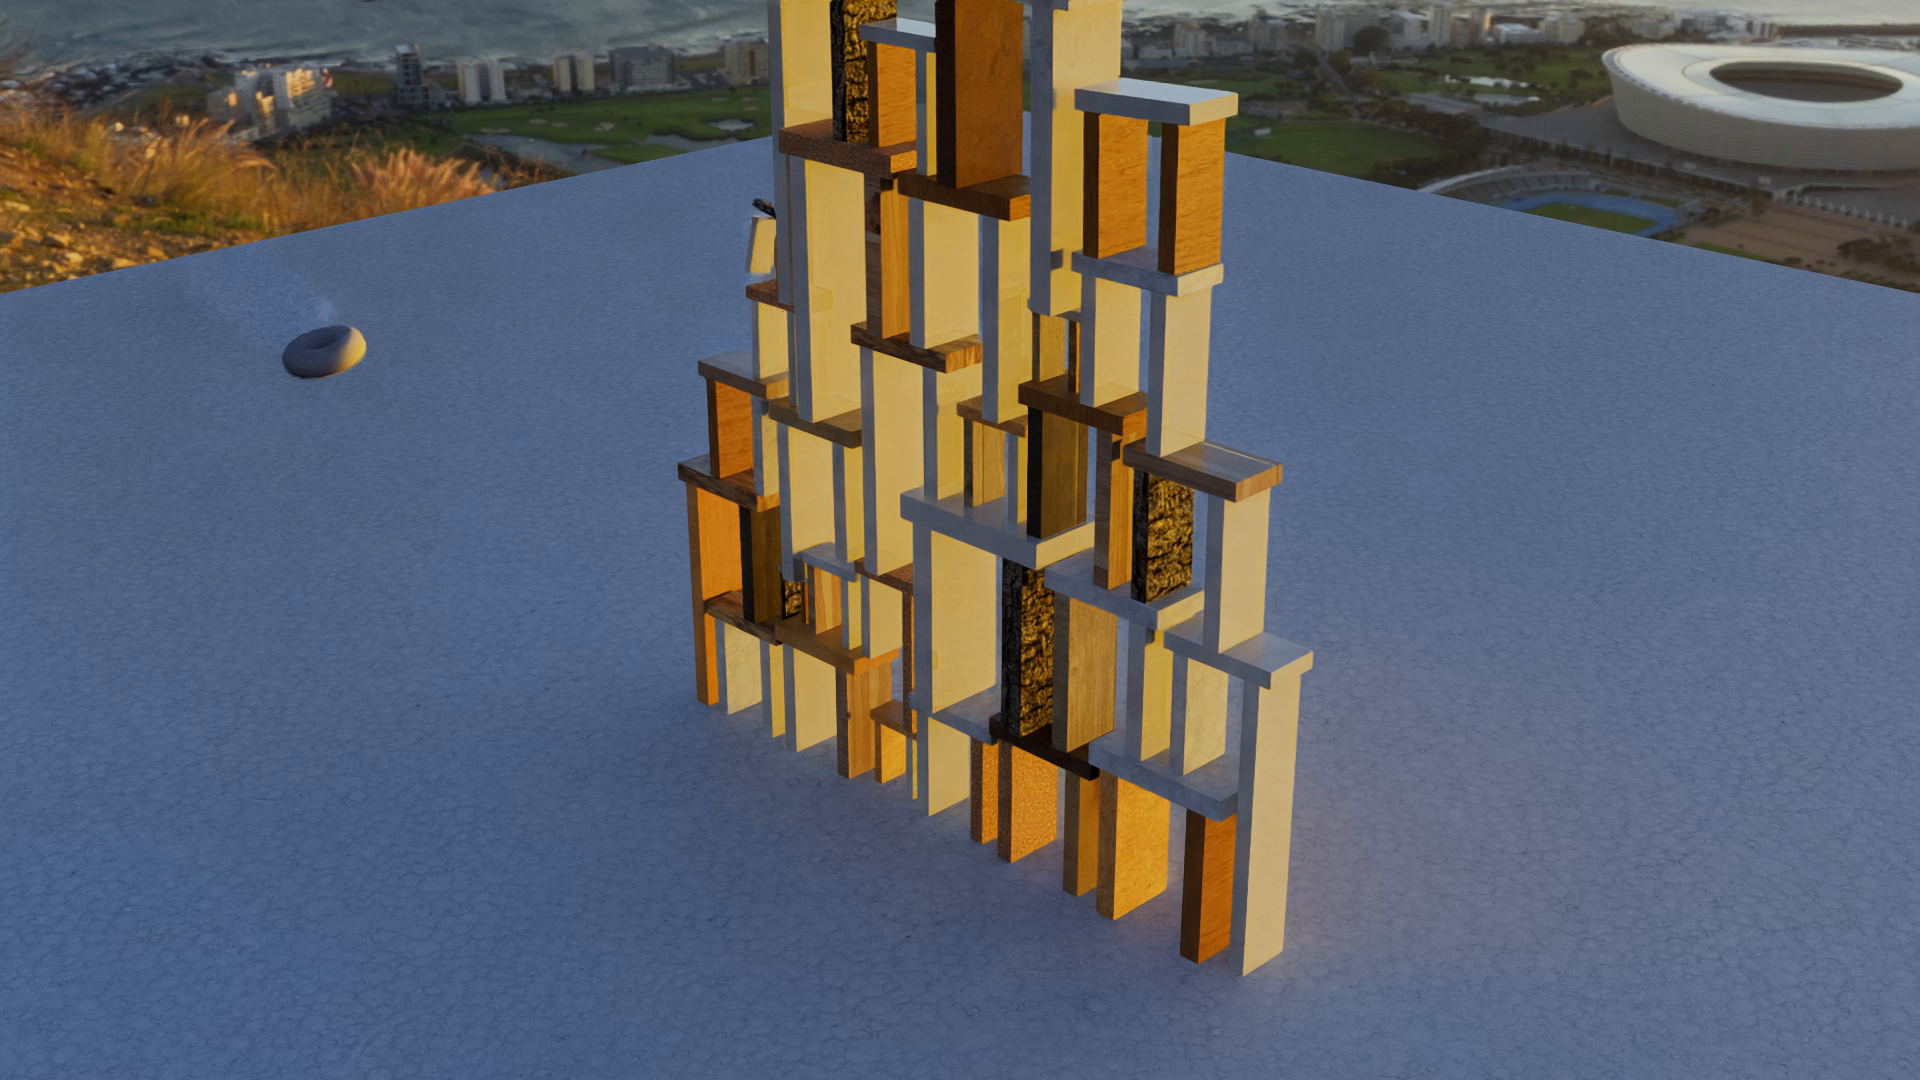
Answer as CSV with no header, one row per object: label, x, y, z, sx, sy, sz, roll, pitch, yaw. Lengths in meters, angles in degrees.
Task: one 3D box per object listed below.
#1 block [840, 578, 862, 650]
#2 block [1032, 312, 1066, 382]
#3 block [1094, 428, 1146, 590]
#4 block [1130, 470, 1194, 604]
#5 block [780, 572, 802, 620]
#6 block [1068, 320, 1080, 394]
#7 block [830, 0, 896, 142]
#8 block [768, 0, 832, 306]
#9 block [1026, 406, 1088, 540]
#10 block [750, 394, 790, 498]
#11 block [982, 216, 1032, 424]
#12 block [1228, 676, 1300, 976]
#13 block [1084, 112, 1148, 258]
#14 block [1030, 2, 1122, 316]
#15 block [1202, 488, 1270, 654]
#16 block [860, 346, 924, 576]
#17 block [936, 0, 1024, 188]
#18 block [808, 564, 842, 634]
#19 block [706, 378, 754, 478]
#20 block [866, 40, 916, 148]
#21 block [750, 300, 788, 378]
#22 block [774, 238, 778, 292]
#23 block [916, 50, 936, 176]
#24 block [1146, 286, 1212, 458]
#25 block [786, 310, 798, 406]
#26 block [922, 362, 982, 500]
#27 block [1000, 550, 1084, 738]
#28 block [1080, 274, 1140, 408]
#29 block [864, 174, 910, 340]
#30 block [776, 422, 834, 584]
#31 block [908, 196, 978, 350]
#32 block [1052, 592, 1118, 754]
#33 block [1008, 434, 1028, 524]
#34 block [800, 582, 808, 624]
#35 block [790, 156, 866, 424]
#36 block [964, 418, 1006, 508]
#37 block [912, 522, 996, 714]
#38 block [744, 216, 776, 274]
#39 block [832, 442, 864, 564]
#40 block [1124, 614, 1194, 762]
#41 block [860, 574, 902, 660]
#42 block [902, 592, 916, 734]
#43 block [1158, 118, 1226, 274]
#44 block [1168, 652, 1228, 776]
block,-0.207,0.140,4.506,0.077,0.155,0.022,-21,31,-41
block,0.157,-0.352,3.910,0.065,0.131,0.018,-22,31,-40
block,0.292,-0.069,3.875,0.035,0.295,0.123,21,31,40
block,0.354,-0.023,3.828,0.123,0.246,0.035,-22,32,-40
block,-0.356,0.118,4.664,0.048,0.121,0.014,-21,31,-41
block,0.219,-0.328,3.853,0.065,0.131,0.018,-22,31,-40
block,-0.175,-0.874,4.042,0.037,0.262,0.131,21,31,40
block,-0.298,-0.761,4.224,0.131,0.612,0.037,-22,31,-40
block,0.177,-0.136,3.973,0.035,0.247,0.123,21,31,40
block,-0.376,-0.207,4.534,0.031,0.218,0.109,21,31,40
block,0.103,-0.408,3.941,0.040,0.378,0.140,21,31,40
block,0.533,0.492,3.858,0.033,0.580,0.117,21,31,41
block,0.259,-0.602,3.672,0.034,0.242,0.121,20,31,41
block,0.195,-0.652,3.735,0.048,0.520,0.169,21,31,41
block,0.468,0.041,3.728,0.123,0.285,0.035,-22,32,-40
block,-0.131,-0.167,4.298,0.129,0.467,0.036,-21,31,-41
block,0.035,-0.798,3.845,0.048,0.337,0.169,21,31,40
block,-0.280,0.112,4.573,0.077,0.155,0.022,-21,31,-41
block,-0.477,-0.249,4.631,0.109,0.218,0.031,-21,31,-41
block,-0.124,-0.817,3.999,0.027,0.190,0.095,21,31,41
block,-0.384,-0.416,4.459,0.023,0.162,0.081,22,31,40
block,-0.342,-0.551,4.369,0.016,0.112,0.056,18,29,37
block,-0.035,-0.768,3.923,0.027,0.221,0.095,22,31,40
block,0.366,-0.289,3.688,0.117,0.282,0.033,-21,31,-40
block,-0.306,-0.371,4.397,0.023,0.196,0.081,22,32,40
block,-0.010,-0.216,4.145,0.036,0.257,0.129,21,31,41
block,0.158,0.177,4.131,0.050,0.354,0.177,21,31,41
block,0.259,-0.355,3.784,0.117,0.233,0.033,-22,31,-40
block,-0.106,-0.543,4.100,0.043,0.307,0.153,21,31,40
block,-0.313,-0.092,4.526,0.035,0.347,0.125,21,31,41
block,-0.030,-0.504,4.043,0.040,0.280,0.140,21,31,40
block,0.231,0.225,4.064,0.038,0.318,0.134,21,31,41
block,0.127,-0.124,4.039,0.024,0.172,0.086,21,31,40
block,-0.311,0.125,4.617,0.048,0.096,0.014,-21,31,-41
block,-0.251,-0.498,4.276,0.043,0.526,0.153,21,31,40
block,0.046,-0.156,4.114,0.024,0.172,0.086,21,31,40
block,-0.009,0.129,4.290,0.050,0.390,0.177,21,31,40
block,-0.398,-0.591,4.406,0.016,0.112,0.056,23,20,39
block,-0.195,-0.091,4.398,0.035,0.249,0.125,21,31,41
block,0.357,0.251,3.938,0.134,0.267,0.038,-21,31,-41
block,-0.159,0.143,4.465,0.091,0.182,0.026,-21,32,-41
block,-0.073,0.234,4.410,0.026,0.306,0.091,22,31,40
block,0.375,-0.562,3.564,0.034,0.242,0.121,19,29,40
block,0.424,0.289,3.891,0.033,0.233,0.117,21,31,41
